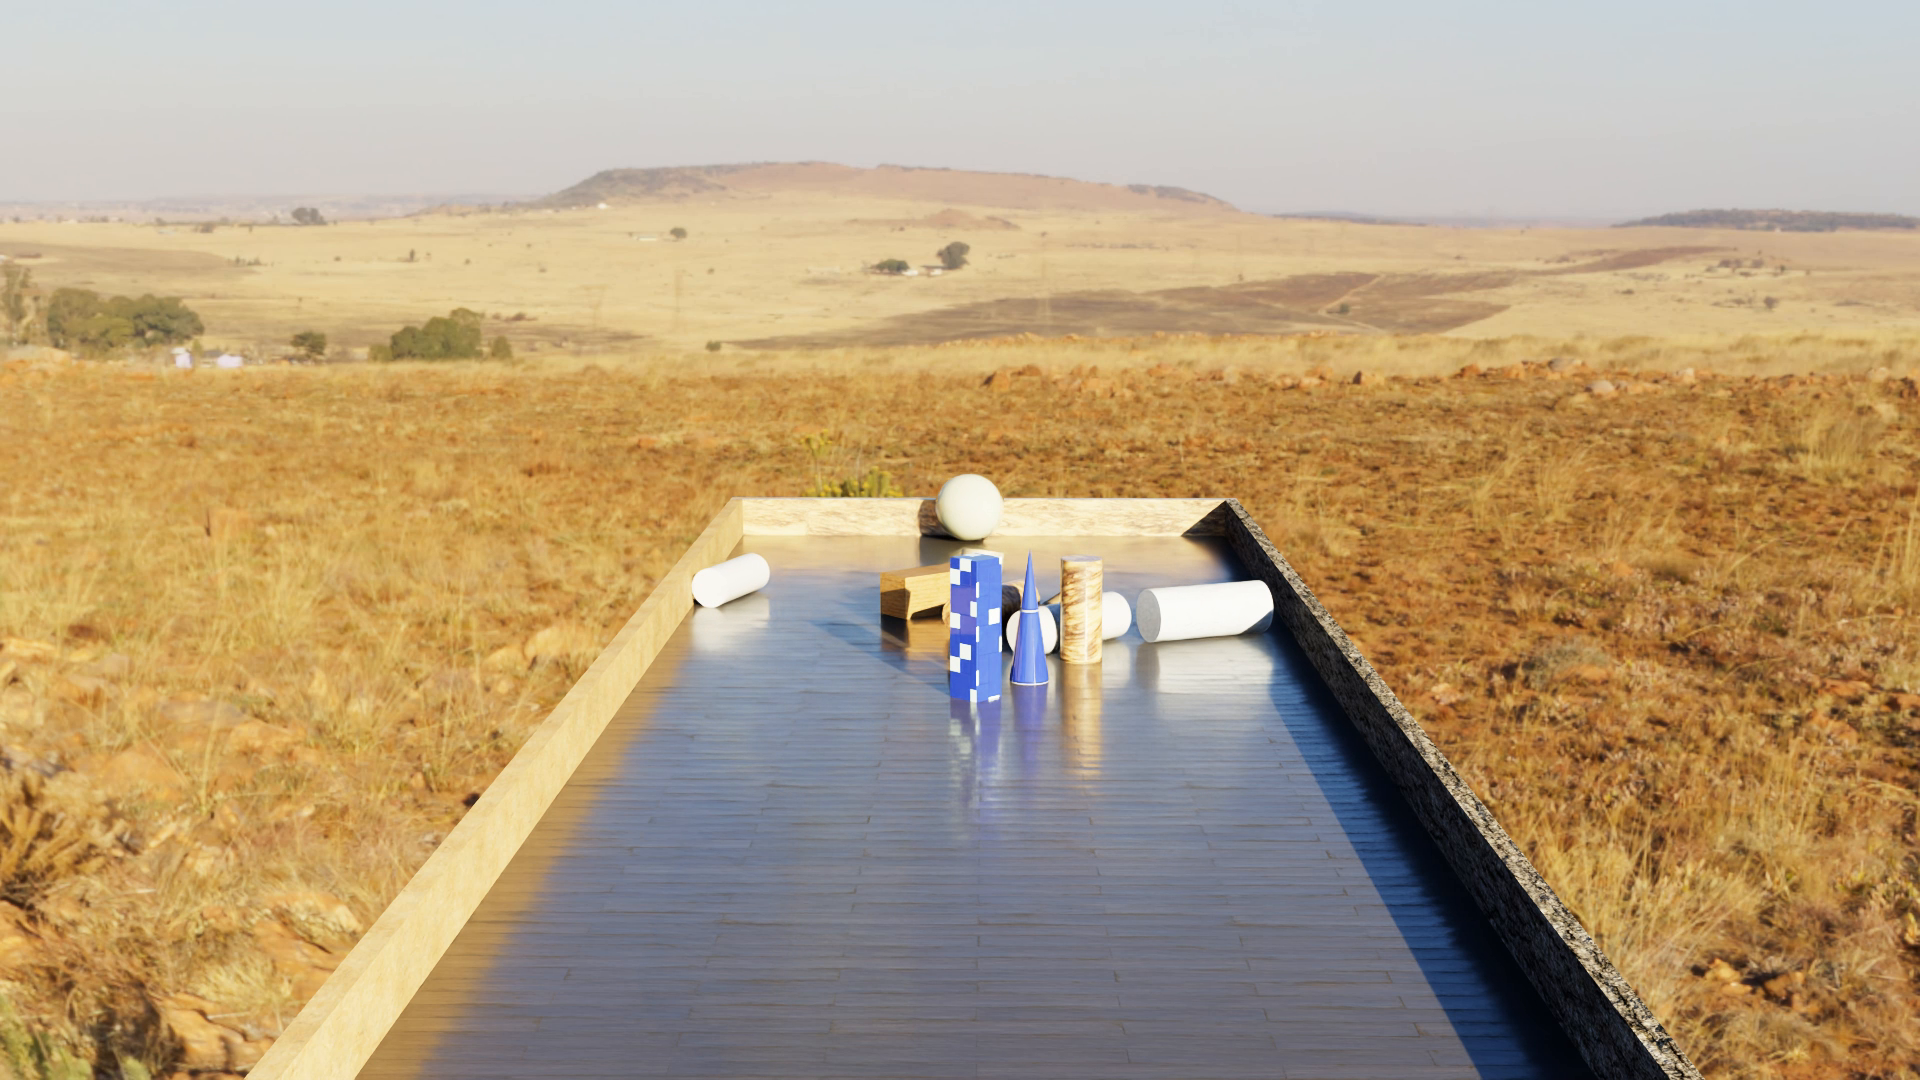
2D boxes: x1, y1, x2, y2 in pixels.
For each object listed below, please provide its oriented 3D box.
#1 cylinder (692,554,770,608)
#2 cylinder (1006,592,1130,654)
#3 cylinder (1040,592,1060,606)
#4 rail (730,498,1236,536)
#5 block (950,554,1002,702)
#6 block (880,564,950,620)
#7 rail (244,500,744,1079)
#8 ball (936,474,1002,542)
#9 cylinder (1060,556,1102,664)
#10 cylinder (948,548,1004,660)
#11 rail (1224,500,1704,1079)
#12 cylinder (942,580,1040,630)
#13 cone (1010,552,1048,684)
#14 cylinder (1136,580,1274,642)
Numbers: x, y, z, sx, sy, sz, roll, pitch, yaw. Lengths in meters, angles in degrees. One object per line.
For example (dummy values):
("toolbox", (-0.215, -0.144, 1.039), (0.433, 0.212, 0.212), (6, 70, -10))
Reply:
("cylinder", (-0.800, 0.139, 7.699), (0.136, 0.136, 0.345), (3, 10, 19))
("cylinder", (0.343, 0.263, 6.878), (0.148, 0.148, 0.434), (8, 12, 41))
("cylinder", (0.335, 0.232, 7.187), (0.112, 0.112, 0.431), (3, 9, 18))
("rail", (0.099, -0.098, 9.147), (2.100, 0.150, 0.050), (0, 9, 1))
("block", (0.045, 0.245, 6.185), (0.102, 0.400, 0.102), (9, 12, 44))
("block", (-0.087, 0.170, 7.492), (0.355, 0.140, 0.140), (-7, 11, -38))
("rail", (-1.004, 0.839, 3.234), (0.050, 0.150, 12.000), (0, 9, 1))
("ball", (0.036, -0.133, 8.970), (0.275, 0.275, 0.275), (0, 9, 0))
("cylinder", (0.369, 0.210, 6.687), (0.128, 0.312, 0.128), (0, 9, 0))
("cylinder", (0.048, 0.199, 6.616), (0.133, 0.335, 0.133), (7, -2, 0))
("rail", (1.046, 0.843, 3.208), (0.050, 0.150, 12.000), (0, 9, 1))
("cylinder", (0.105, 0.220, 7.201), (0.132, 0.132, 0.378), (6, 11, 34))
("cone", (0.202, 0.216, 6.392), (0.117, 0.393, 0.117), (0, 9, 0))
("cylinder", (0.783, 0.227, 7.033), (0.406, 0.170, 0.170), (-4, 10, -23))
